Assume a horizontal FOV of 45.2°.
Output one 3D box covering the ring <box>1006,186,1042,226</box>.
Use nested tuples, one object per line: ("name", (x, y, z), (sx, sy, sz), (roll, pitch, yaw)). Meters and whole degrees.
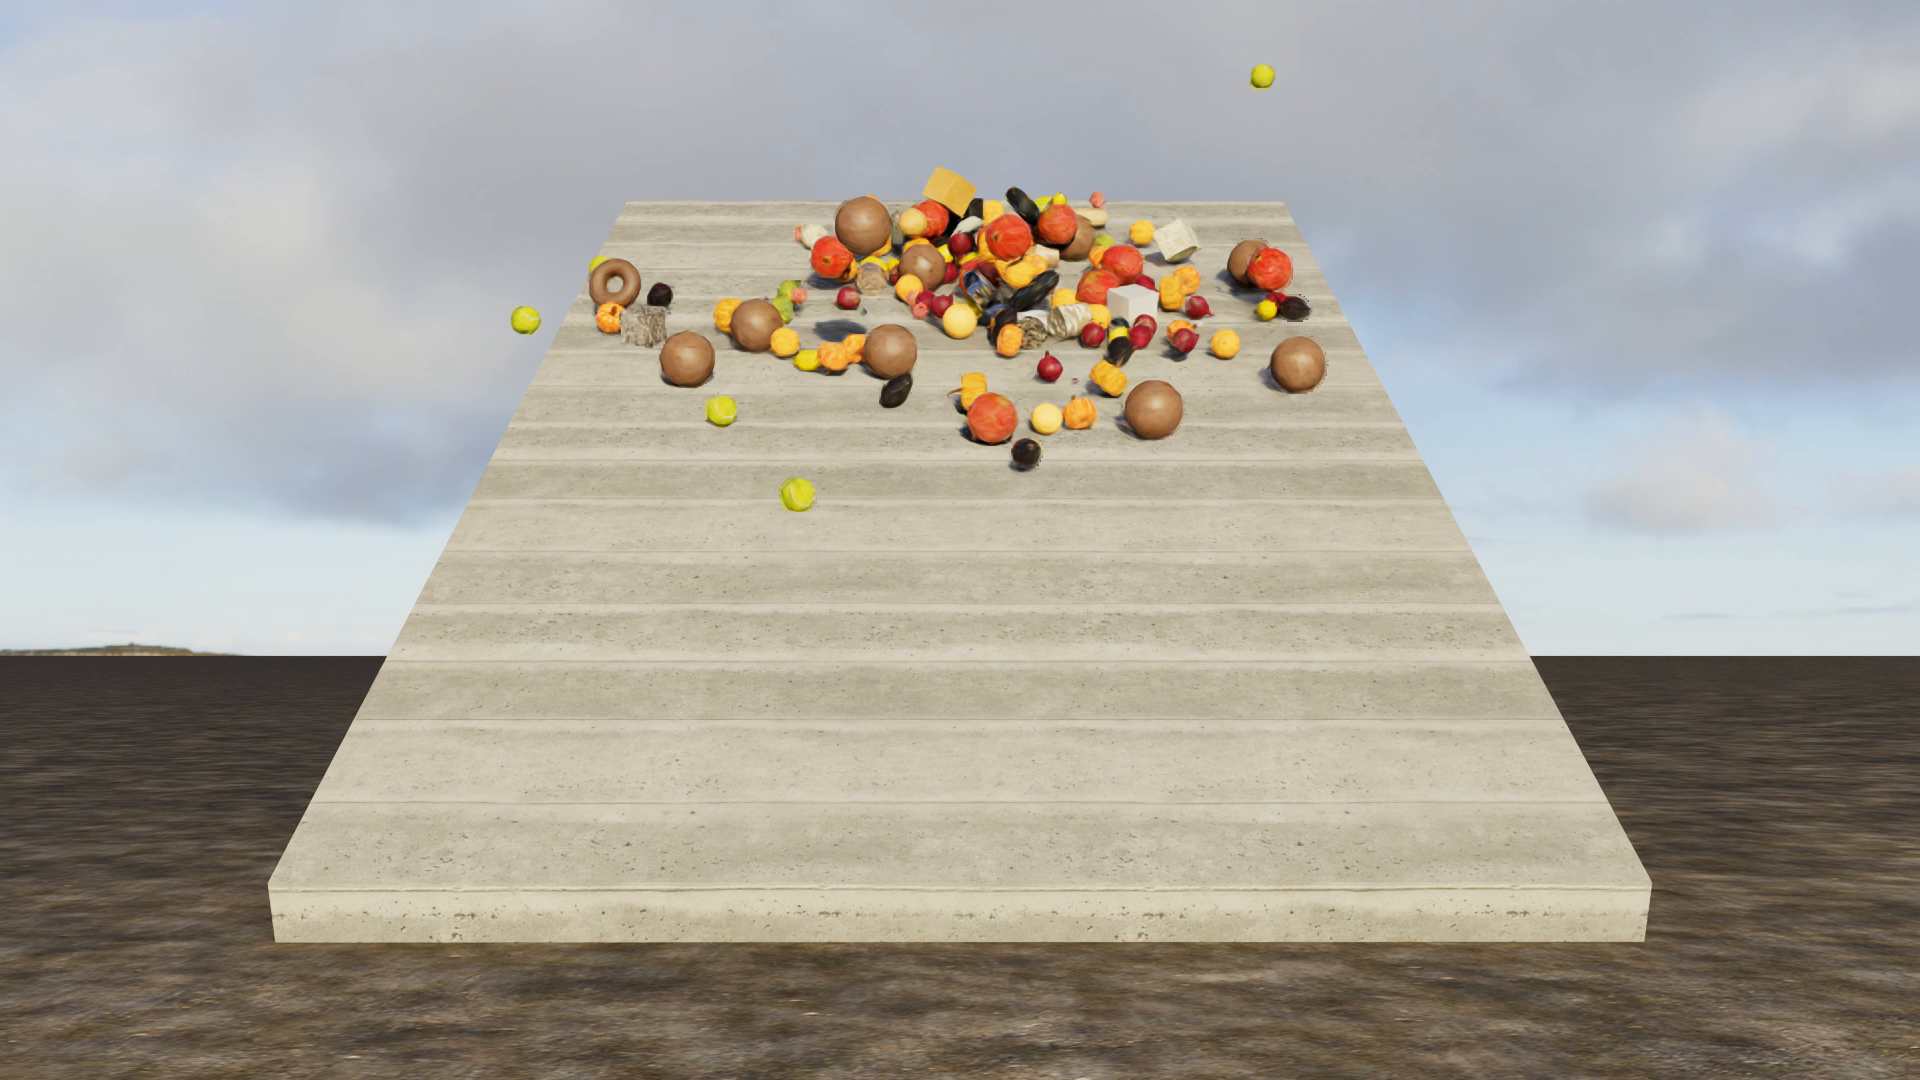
("ring", (0.176, -0.919, 6.340), (0.044, 0.131, 0.131), (-42, -3, -1))

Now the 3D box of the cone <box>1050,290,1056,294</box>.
("cone", (0.227, -0.654, 5.963), (0.058, 0.058, 0.058), (38, -1, 3))

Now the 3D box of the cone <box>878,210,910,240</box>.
("cone", (-0.205, -0.886, 6.610), (0.092, 0.092, 0.092), (-19, -12, 30))

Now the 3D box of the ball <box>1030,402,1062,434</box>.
("ball", (0.191, -0.268, 5.082), (0.070, 0.070, 0.070), (0, -3, 0))

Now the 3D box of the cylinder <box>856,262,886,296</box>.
("cylinder", (-0.236, -0.690, 6.095), (0.073, 0.073, 0.073), (0, 22, -5))

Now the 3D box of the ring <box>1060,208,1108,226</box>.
("ring", (0.358, -0.943, 6.715), (0.149, 0.050, 0.149), (2, 10, 0))

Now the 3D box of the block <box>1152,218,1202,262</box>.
("block", (0.595, -0.819, 6.306), (0.084, 0.084, 0.084), (-28, -11, 23))

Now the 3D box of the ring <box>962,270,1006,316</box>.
("ring", (0.060, -0.619, 5.776), (0.047, 0.141, 0.141), (-40, -15, 14))

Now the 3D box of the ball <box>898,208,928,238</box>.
("ball", (-0.129, -0.860, 6.261), (0.081, 0.081, 0.081), (0, -3, 0))

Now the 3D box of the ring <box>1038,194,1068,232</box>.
("ring", (0.257, -0.908, 6.396), (0.041, 0.122, 0.122), (34, 0, 5))

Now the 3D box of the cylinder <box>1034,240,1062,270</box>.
("cylinder", (0.239, -0.781, 6.328), (0.065, 0.065, 0.065), (-22, 3, -14))

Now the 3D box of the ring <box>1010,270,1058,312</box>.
("ring", (0.188, -0.631, 5.839), (0.147, 0.049, 0.147), (-37, 8, 6))

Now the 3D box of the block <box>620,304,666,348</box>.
("block", (-0.783, -0.529, 5.691), (0.082, 0.082, 0.082), (9, 24, 20))

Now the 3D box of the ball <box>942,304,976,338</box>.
("ball", (-0.001, -0.545, 5.729), (0.086, 0.086, 0.086), (0, -3, 0))

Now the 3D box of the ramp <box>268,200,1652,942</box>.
("ramp", (-0.007, -0.223, 5.195), (2.000, 0.100, 4.000), (0, 22, 0))

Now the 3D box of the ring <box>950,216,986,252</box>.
("ring", (0.023, -0.856, 6.465), (0.038, 0.115, 0.115), (44, 21, 27))

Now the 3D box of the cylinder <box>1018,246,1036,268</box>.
("cylinder", (0.171, -0.776, 6.317), (0.062, 0.062, 0.062), (-5, -2, -10))

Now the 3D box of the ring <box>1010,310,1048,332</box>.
("ring", (0.184, -0.549, 5.799), (0.122, 0.041, 0.122), (-1, 19, 0))

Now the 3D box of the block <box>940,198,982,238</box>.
("block", (0.004, -0.932, 6.649), (0.097, 0.097, 0.097), (7, 23, 17))

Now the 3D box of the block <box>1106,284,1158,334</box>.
("block", (0.435, -0.584, 5.818), (0.092, 0.092, 0.092), (-14, 27, -30))

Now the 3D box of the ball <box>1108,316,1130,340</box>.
("ball", (0.395, -0.528, 5.729), (0.056, 0.056, 0.056), (0, -3, 0))

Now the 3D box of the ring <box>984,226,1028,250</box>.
("ring", (0.124, -0.816, 6.215), (0.118, 0.039, 0.118), (-5, 27, 3))

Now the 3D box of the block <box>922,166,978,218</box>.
("block", (-0.029, -0.971, 6.428), (0.092, 0.092, 0.092), (29, 0, 43))

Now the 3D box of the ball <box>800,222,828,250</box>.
("ball", (-0.411, -0.855, 6.490), (0.076, 0.076, 0.076), (0, -3, 0))
